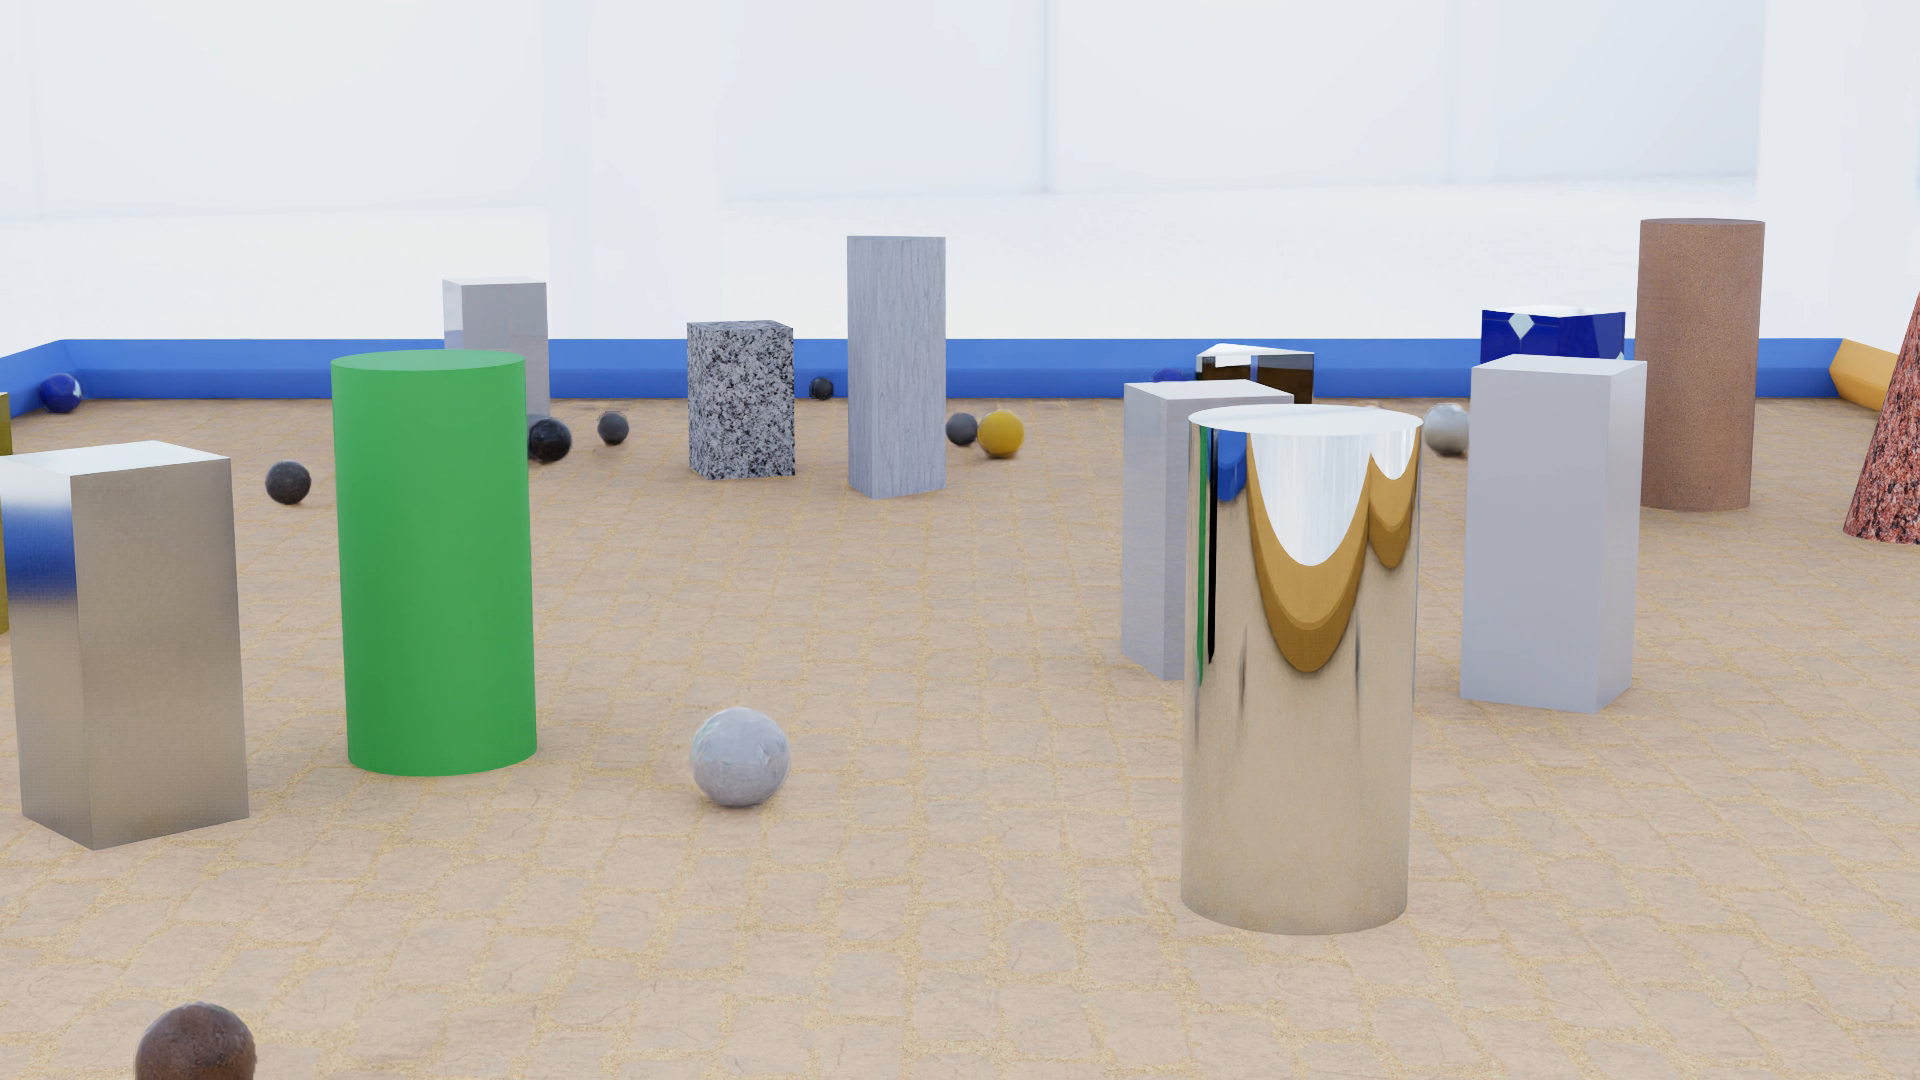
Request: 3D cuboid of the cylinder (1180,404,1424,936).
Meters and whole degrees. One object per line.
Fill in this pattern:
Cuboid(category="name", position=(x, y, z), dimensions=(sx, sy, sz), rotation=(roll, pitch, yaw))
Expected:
Cuboid(category="cylinder", position=(0.295, 0.107, 2.235), dimensions=(0.200, 0.428, 0.200), rotation=(0, 10, 0))

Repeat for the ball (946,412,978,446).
Cuboid(category="ball", position=(0.004, -0.215, 4.976), dimensions=(0.065, 0.065, 0.065), rotation=(0, 10, 0))

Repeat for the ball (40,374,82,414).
Cuboid(category="ball", position=(-1.903, -0.310, 5.433), dimensions=(0.086, 0.086, 0.086), rotation=(0, 10, 0))

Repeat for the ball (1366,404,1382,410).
Cuboid(category="ball", position=(0.841, -0.252, 5.228), dimensions=(0.046, 0.046, 0.046), rotation=(0, 10, 0))

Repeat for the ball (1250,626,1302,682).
Cuboid(category="ball", position=(0.382, 0.136, 3.072), dimensions=(0.067, 0.067, 0.067), rotation=(0, 10, 0))

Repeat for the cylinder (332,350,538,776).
Cuboid(category="cylinder", position=(-0.556, 0.019, 2.722), dimensions=(0.200, 0.423, 0.200), rotation=(0, 10, 0))

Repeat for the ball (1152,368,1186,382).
Cuboid(category="ball", position=(0.458, -0.341, 5.627), dimensions=(0.075, 0.075, 0.075), rotation=(0, 10, 0))

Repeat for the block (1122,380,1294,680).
Cuboid(category="block", position=(0.300, -0.016, 3.141), dimensions=(0.160, 0.340, 0.160), rotation=(-3, 11, -15))

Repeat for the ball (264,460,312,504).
Cuboid(category="ball", position=(-1.129, -0.097, 4.309), dimensions=(0.075, 0.075, 0.075), rotation=(0, 10, 0))

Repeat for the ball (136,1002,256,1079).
Cuboid(category="ball", position=(-0.534, 0.365, 1.796), dimensions=(0.081, 0.081, 0.081), rotation=(0, 10, 0))

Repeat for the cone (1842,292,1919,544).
Cuboid(category="cone", position=(1.498, -0.218, 4.009), dimensions=(0.200, 0.423, 0.200), rotation=(0, 10, 0))

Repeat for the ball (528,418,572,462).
Cuboid(category="ball", position=(-0.763, -0.185, 4.771), dimensions=(0.081, 0.081, 0.081), rotation=(0, 10, 0))

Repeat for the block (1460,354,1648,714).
Cuboid(category="block", position=(0.691, -0.012, 2.989), dimensions=(0.160, 0.387, 0.160), rotation=(6, 12, 28))

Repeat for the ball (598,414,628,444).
Cuboid(category="ball", position=(-0.675, -0.217, 4.997), dimensions=(0.060, 0.060, 0.060), rotation=(0, 10, 0))

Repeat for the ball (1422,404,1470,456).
Cuboid(category="ball", position=(0.924, -0.208, 4.854), dimensions=(0.096, 0.096, 0.096), rotation=(0, 10, 0))

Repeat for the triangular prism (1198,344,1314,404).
Cuboid(category="triangular prism", position=(0.400, -0.114, 3.710), dimensions=(0.173, 0.326, 0.150), rotation=(-3, 11, -13))

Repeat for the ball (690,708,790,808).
Cuboid(category="ball", position=(-0.219, 0.216, 2.549), dimensions=(0.100, 0.100, 0.100), rotation=(0, 10, 0))

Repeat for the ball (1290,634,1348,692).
Cuboid(category="ball", position=(0.422, 0.145, 3.018), dimensions=(0.069, 0.069, 0.069), rotation=(0, 10, 0))

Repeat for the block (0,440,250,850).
Cuboid(category="block", position=(-0.810, 0.096, 2.489), dimensions=(0.160, 0.357, 0.160), rotation=(-10, 14, -42))

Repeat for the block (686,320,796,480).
Cuboid(category="block", position=(-0.397, -0.256, 4.646), dimensions=(0.160, 0.266, 0.160), rotation=(-3, 11, -18))

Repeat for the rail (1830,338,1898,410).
Cuboid(category="rail", position=(1.952, 0.031, 3.460), dimensions=(0.045, 0.130, 4.565), rotation=(0, 10, 0))

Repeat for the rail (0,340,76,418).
Cuboid(category="rail", position=(-1.952, 0.035, 3.438), dimensions=(0.045, 0.130, 4.565), rotation=(0, 10, 0))

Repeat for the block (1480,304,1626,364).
Cuboid(category="block", position=(0.953, -0.202, 4.149), dimensions=(0.160, 0.339, 0.160), rotation=(-8, 13, -35))

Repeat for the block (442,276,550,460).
Cuboid(category="block", position=(-0.873, -0.324, 4.836), dimensions=(0.160, 0.330, 0.160), rotation=(-5, 11, -23))

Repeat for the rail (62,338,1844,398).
Cuboid(category="rail", position=(-0.013, -0.377, 5.670), dimensions=(3.952, 0.130, 0.045), rotation=(0, 10, 0))

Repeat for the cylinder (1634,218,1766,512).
Cuboid(category="cylinder", position=(1.232, -0.297, 4.300), dimensions=(0.200, 0.472, 0.200), rotation=(0, 10, 0))

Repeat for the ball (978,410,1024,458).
Cuboid(category="ball", position=(0.077, -0.200, 4.829), dimensions=(0.089, 0.089, 0.089), rotation=(0, 10, 0))

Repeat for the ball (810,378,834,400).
Cuboid(category="ball", position=(-0.303, -0.332, 5.648), dimensions=(0.051, 0.051, 0.051), rotation=(0, 10, 0))

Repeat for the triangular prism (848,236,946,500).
Cuboid(category="triangular prism", position=(-0.139, -0.304, 4.434), dimensions=(0.150, 0.436, 0.173), rotation=(10, 14, 43))

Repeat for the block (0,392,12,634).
Cuboid(category="block", position=(-1.323, -0.028, 3.306), dimensions=(0.160, 0.305, 0.160), rotation=(0, 10, -1))
